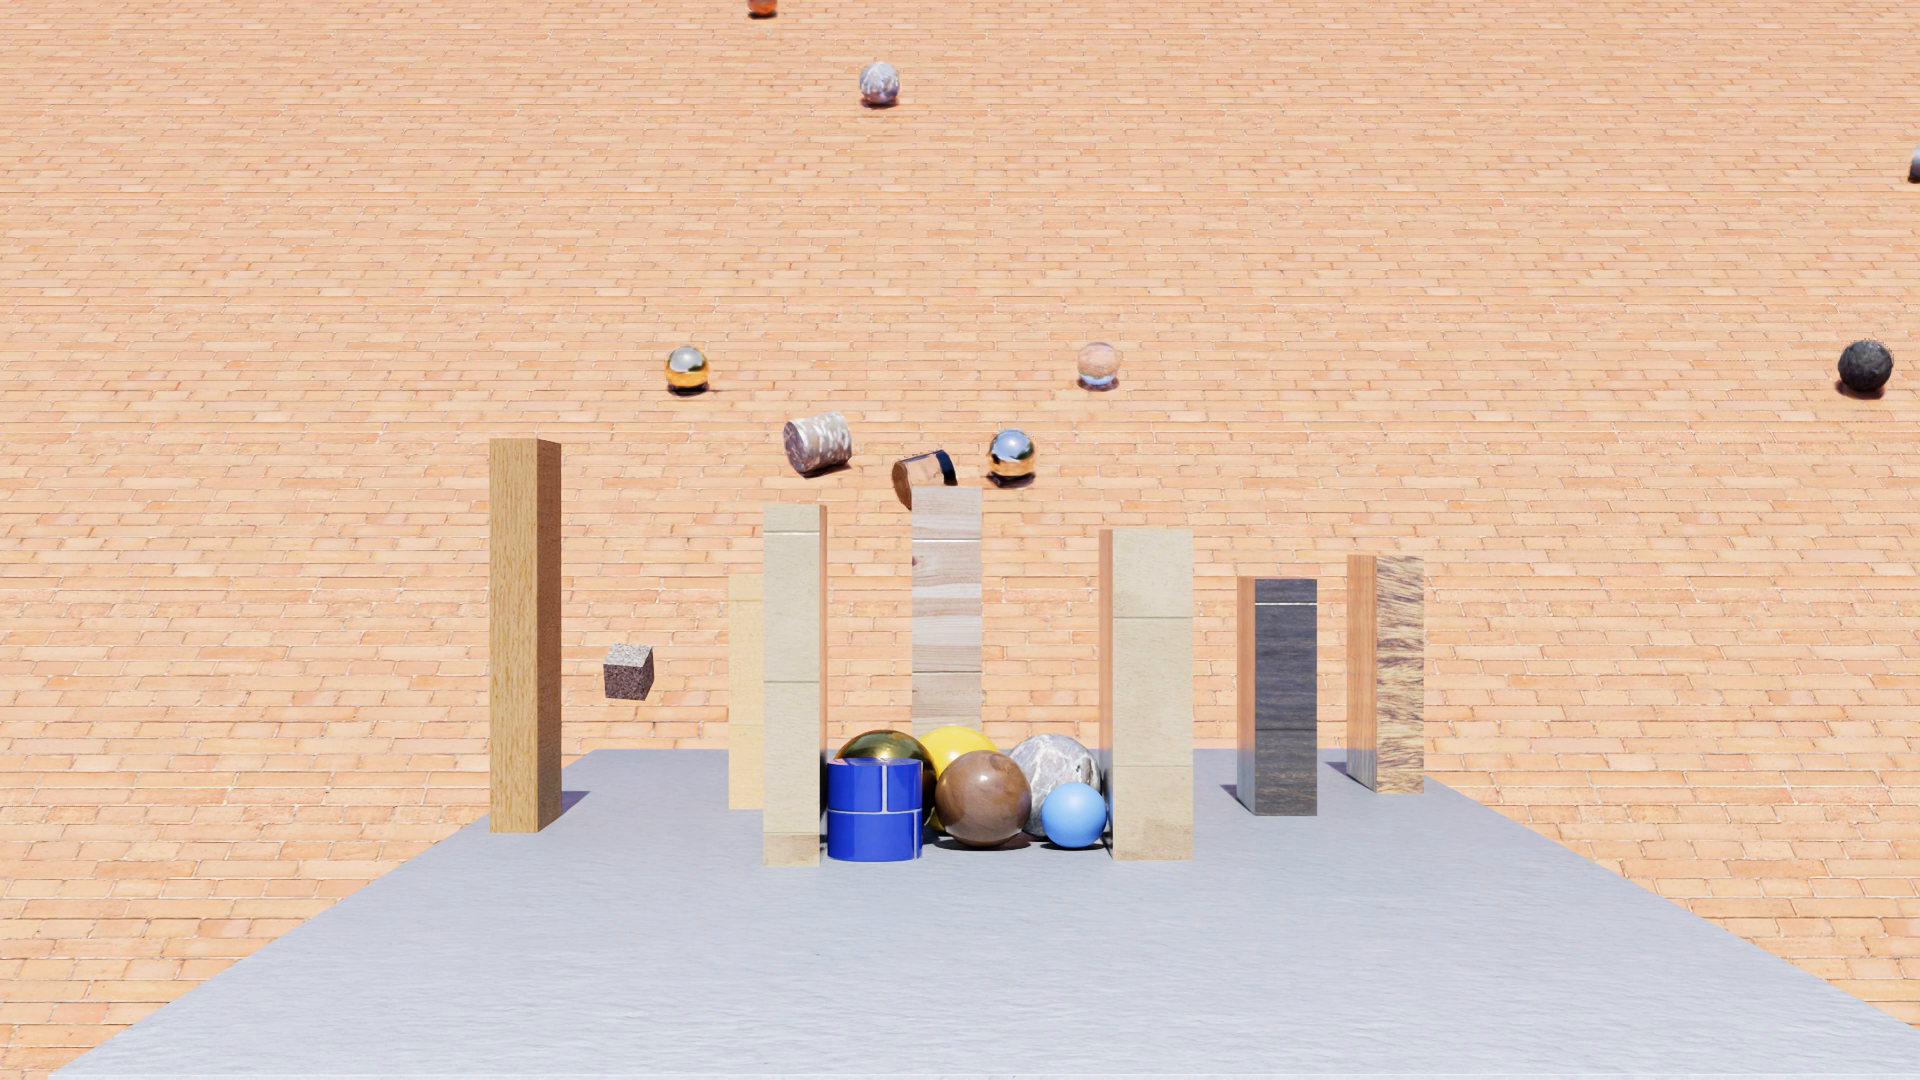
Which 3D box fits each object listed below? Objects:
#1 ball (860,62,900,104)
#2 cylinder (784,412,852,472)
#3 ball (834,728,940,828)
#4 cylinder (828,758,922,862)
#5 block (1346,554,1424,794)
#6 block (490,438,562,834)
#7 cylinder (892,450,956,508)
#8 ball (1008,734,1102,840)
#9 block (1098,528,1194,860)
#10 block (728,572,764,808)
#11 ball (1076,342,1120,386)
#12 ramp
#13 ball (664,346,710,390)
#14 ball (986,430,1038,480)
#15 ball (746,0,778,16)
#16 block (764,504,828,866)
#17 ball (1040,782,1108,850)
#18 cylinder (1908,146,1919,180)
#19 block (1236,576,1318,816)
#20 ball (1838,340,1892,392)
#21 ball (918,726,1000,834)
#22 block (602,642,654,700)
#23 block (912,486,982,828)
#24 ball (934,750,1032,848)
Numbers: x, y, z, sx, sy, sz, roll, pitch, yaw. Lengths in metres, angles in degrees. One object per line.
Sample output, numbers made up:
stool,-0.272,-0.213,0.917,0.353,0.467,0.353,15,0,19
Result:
ball,-0.342,-1.948,11.027,0.176,0.176,0.176,0,30,0
cylinder,-0.447,-0.309,8.149,0.162,0.162,0.162,-15,33,-25
ball,-0.136,0.439,4.607,0.205,0.205,0.205,0,30,0
cylinder,-0.146,0.460,4.423,0.163,0.163,0.163,0,0,0
block,0.935,0.286,5.706,0.100,0.504,0.427,0,0,0
block,-0.825,0.176,4.923,0.088,0.729,0.294,0,0,0
cylinder,-0.109,-0.189,7.951,0.147,0.147,0.147,-15,33,-25
ball,0.163,0.445,4.678,0.191,0.191,0.191,0,30,0
block,0.326,0.261,4.593,0.135,0.560,0.441,0,0,0
block,-0.422,0.304,5.318,0.084,0.471,0.248,0,0,0
ball,0.464,-0.591,8.662,0.147,0.147,0.147,0,30,0
ramp,0.066,0.591,4.644,2.000,0.100,4.000,0,0,0
ball,-0.910,-0.572,8.627,0.148,0.148,0.148,0,30,0
ball,0.162,-0.265,8.073,0.159,0.159,0.159,0,30,0
ball,-0.922,-2.518,12.064,0.148,0.148,0.148,0,30,0
block,-0.280,0.241,4.437,0.093,0.601,0.277,0,0,0
ball,0.200,0.483,4.533,0.117,0.117,0.117,0,30,0
cylinder,3.848,-1.492,10.266,0.130,0.130,0.130,12,32,21
block,0.637,0.308,5.219,0.121,0.464,0.332,0,0,0
ball,3.015,-0.578,8.613,0.172,0.172,0.172,0,30,0
ball,-0.012,0.442,4.765,0.199,0.199,0.199,0,30,0
block,-0.899,0.358,7.024,0.109,0.109,0.109,4,30,7
block,-0.025,0.220,5.073,0.131,0.641,0.418,0,0,0
ball,0.041,0.455,4.542,0.173,0.173,0.173,0,30,0
